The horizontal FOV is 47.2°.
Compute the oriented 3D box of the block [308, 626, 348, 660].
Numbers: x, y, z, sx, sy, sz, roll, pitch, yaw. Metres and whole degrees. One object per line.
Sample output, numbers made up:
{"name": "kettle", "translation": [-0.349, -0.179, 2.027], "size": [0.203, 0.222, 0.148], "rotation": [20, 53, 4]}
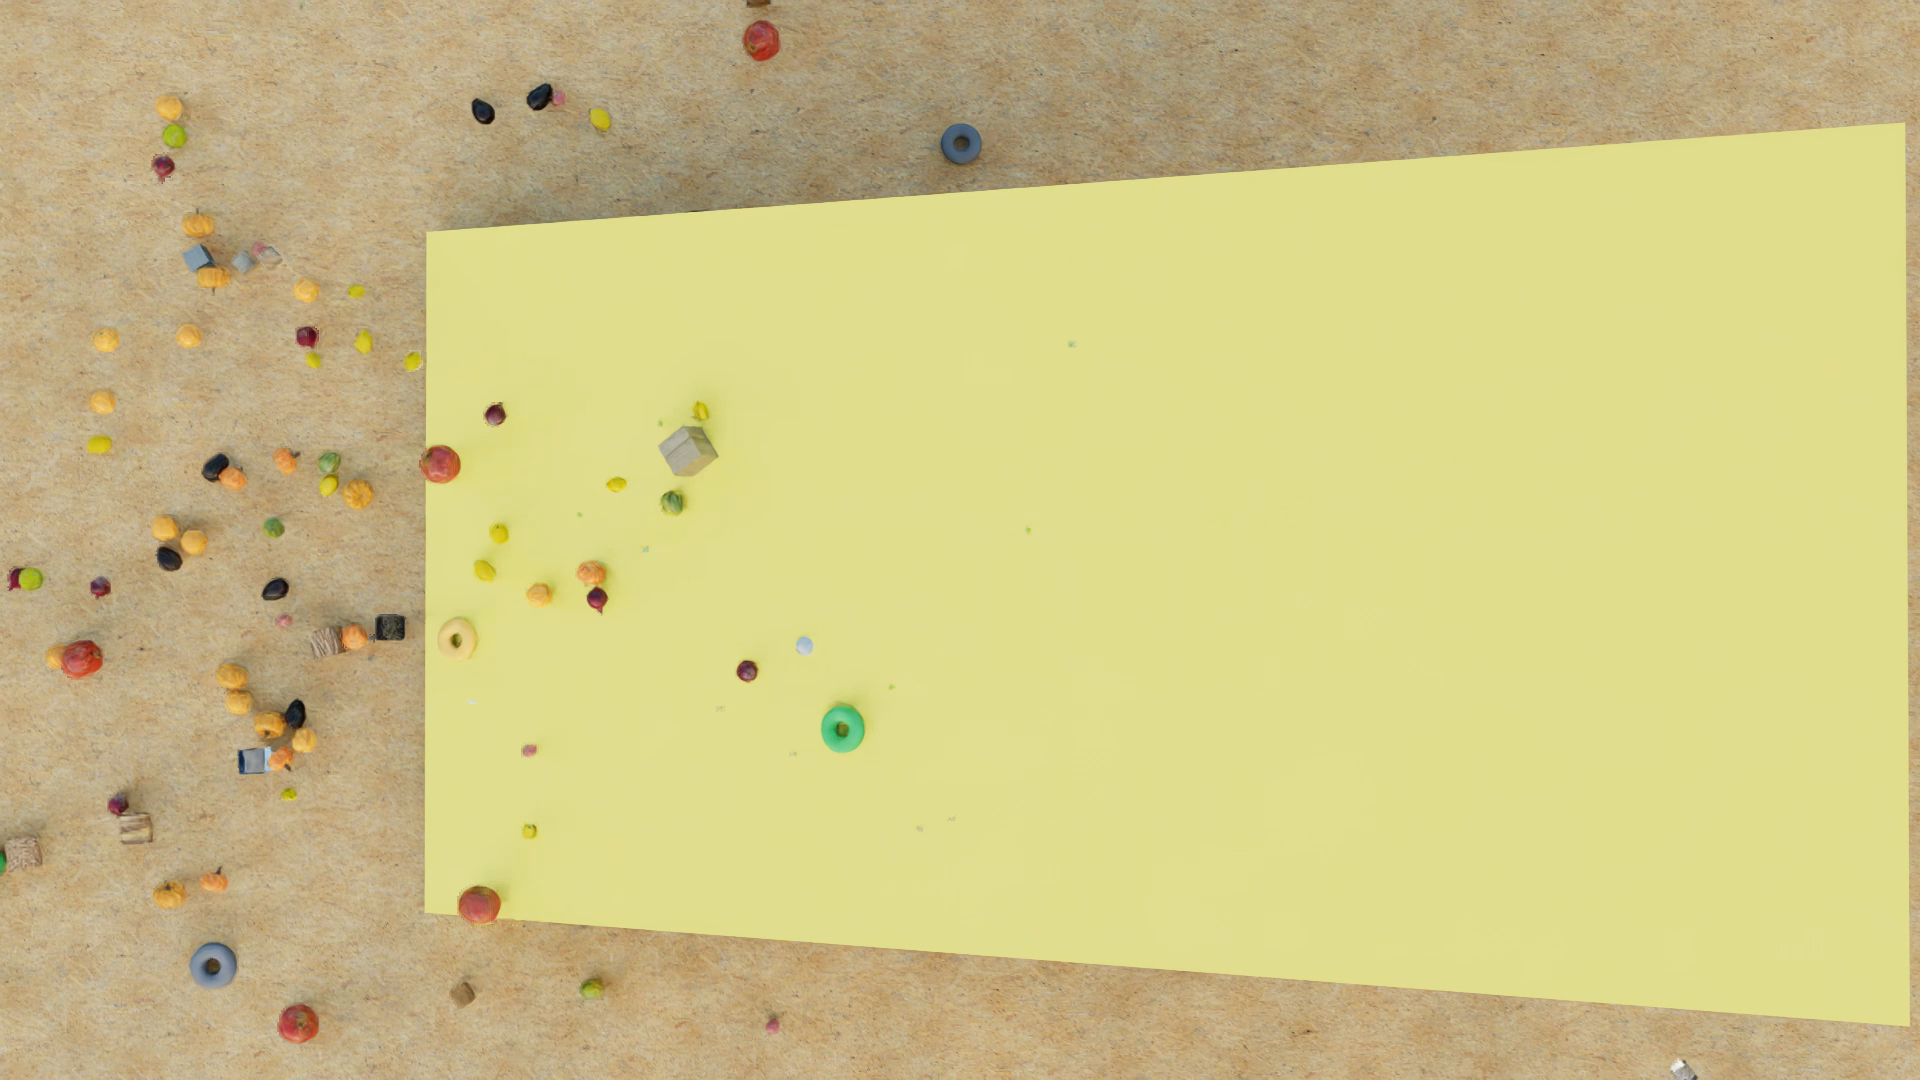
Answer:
{"name": "block", "translation": [-1.872, 0.303, 6.513], "size": [0.080, 0.080, 0.080], "rotation": [-14, 89, 0]}

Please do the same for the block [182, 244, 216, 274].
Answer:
{"name": "block", "translation": [-2.263, -0.835, 6.536], "size": [0.060, 0.060, 0.060], "rotation": [-30, 89, 0]}

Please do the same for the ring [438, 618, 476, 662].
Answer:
{"name": "ring", "translation": [-1.463, 0.292, 6.392], "size": [0.126, 0.042, 0.126], "rotation": [0, 89, 22]}

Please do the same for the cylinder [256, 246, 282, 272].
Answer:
{"name": "cylinder", "translation": [-2.050, -0.835, 6.532], "size": [0.054, 0.054, 0.054], "rotation": [-42, 89, -16]}

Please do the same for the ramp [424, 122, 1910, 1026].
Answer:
{"name": "ramp", "translation": [0.283, 0.084, 5.711], "size": [4.000, 0.100, 2.000], "rotation": [0, 89, 24]}

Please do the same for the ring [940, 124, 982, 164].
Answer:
{"name": "ring", "translation": [0.004, -1.180, 6.551], "size": [0.123, 0.041, 0.123], "rotation": [0, 90, -1]}

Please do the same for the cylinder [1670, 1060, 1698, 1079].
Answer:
{"name": "cylinder", "translation": [2.142, 1.581, 6.509], "size": [0.057, 0.057, 0.057], "rotation": [-39, 89, 0]}

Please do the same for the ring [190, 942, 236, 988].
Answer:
{"name": "ring", "translation": [-2.213, 1.262, 6.519], "size": [0.139, 0.046, 0.139], "rotation": [0, 91, 0]}

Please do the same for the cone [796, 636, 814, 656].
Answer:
{"name": "cone", "translation": [-0.432, 0.287, 5.936], "size": [0.054, 0.054, 0.054], "rotation": [0, 89, 24]}

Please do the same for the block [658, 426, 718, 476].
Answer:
{"name": "block", "translation": [-0.748, -0.244, 6.056], "size": [0.099, 0.099, 0.099], "rotation": [-37, 76, 19]}

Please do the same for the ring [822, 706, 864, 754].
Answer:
{"name": "ring", "translation": [-0.314, 0.507, 5.888], "size": [0.128, 0.043, 0.128], "rotation": [-1, 88, 25]}

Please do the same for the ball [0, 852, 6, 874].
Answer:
{"name": "ball", "translation": [-2.867, 0.957, 6.501], "size": [0.089, 0.089, 0.089], "rotation": [0, 89, 0]}

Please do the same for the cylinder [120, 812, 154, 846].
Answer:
{"name": "cylinder", "translation": [-2.436, 0.853, 6.502], "size": [0.087, 0.087, 0.087], "rotation": [-5, 88, 0]}

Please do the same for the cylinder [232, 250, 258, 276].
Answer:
{"name": "cylinder", "translation": [-2.128, -0.823, 6.540], "size": [0.052, 0.052, 0.052], "rotation": [44, 90, 0]}

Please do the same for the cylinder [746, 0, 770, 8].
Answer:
{"name": "cylinder", "translation": [-0.603, -1.629, 6.541], "size": [0.070, 0.070, 0.070], "rotation": [-4, 89, 0]}

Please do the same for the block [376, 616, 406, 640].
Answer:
{"name": "block", "translation": [-1.685, 0.261, 6.507], "size": [0.067, 0.067, 0.067], "rotation": [-1, 88, -31]}

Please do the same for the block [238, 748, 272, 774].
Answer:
{"name": "block", "translation": [-2.088, 0.654, 6.513], "size": [0.072, 0.072, 0.072], "rotation": [-2, 89, 0]}
